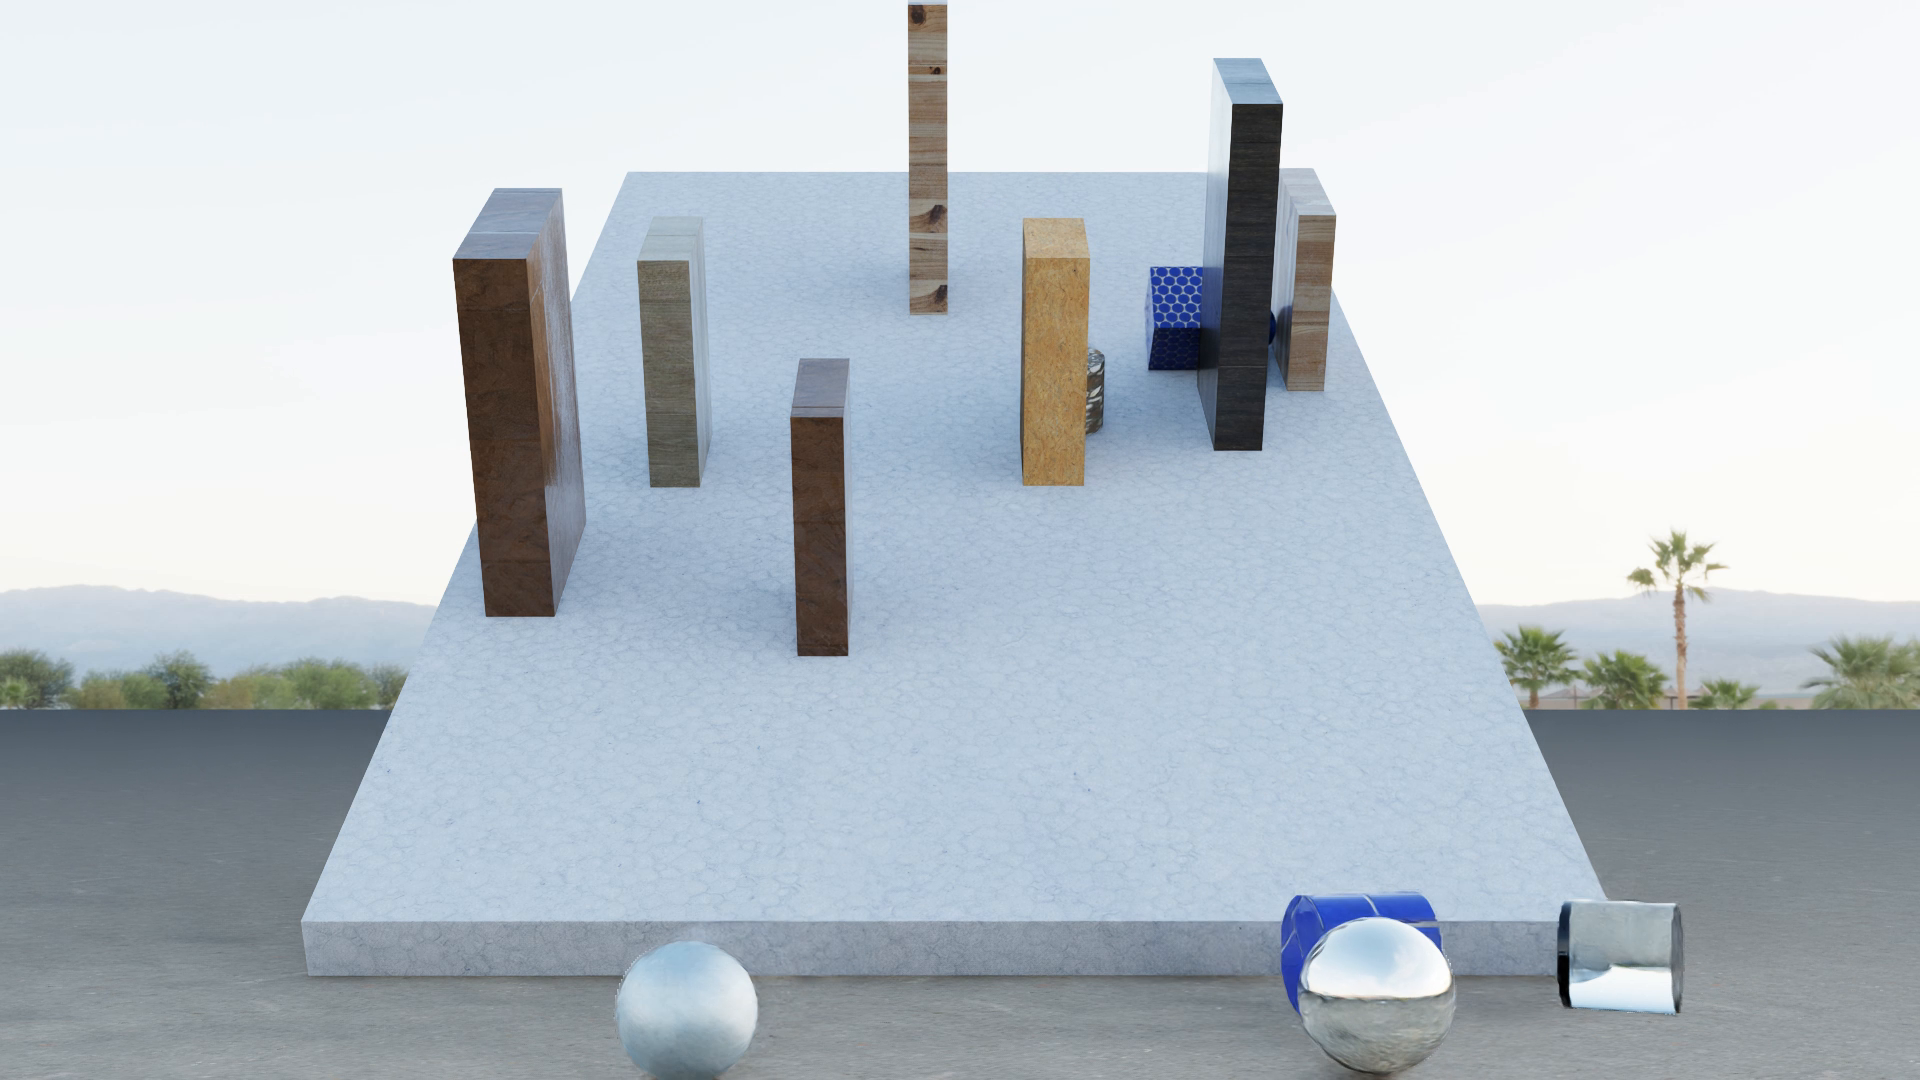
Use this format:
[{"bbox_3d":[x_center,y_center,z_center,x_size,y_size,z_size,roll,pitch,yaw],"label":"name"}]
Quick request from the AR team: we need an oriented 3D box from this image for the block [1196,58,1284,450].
[{"bbox_3d":[0.618,-0.638,5.227,0.107,0.785,0.396,0,25,0],"label":"block"}]

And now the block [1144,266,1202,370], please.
[{"bbox_3d":[0.543,-0.532,5.632,0.178,0.178,0.178,0,-30,-1],"label":"block"}]

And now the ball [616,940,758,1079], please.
[{"bbox_3d":[-0.301,0.521,2.587,0.155,0.155,0.155,0,-4,0],"label":"ball"}]

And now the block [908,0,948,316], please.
[{"bbox_3d":[-0.080,-1.018,6.016,0.097,0.795,0.383,0,25,0],"label":"block"}]

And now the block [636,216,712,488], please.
[{"bbox_3d":[-0.611,-0.407,5.054,0.107,0.510,0.299,0,25,0],"label":"block"}]

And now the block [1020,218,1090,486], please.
[{"bbox_3d":[0.201,-0.406,5.053,0.131,0.513,0.270,0,25,0],"label":"block"}]

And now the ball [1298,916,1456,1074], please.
[{"bbox_3d":[0.471,0.515,2.654,0.176,0.176,0.176,0,-4,0],"label":"ball"}]

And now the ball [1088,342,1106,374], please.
[{"bbox_3d":[0.265,-0.398,5.465,0.146,0.146,0.146,0,-4,0],"label":"ball"}]

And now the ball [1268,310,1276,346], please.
[{"bbox_3d":[0.701,-0.520,5.731,0.143,0.143,0.143,0,-4,0],"label":"ball"}]

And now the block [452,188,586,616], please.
[{"bbox_3d":[-0.839,-0.269,4.520,0.132,0.716,0.434,0,25,0],"label":"block"}]

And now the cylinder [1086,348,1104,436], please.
[{"bbox_3d":[0.246,-0.340,5.324,0.162,0.162,0.162,0,25,0],"label":"cylinder"}]

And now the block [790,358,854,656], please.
[{"bbox_3d":[-0.254,-0.063,4.365,0.094,0.477,0.293,0,25,0],"label":"block"}]

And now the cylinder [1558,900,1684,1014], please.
[{"bbox_3d":[0.898,0.565,3.187,0.147,0.147,0.147,-1,-4,24],"label":"cylinder"}]

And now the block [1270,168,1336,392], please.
[{"bbox_3d":[0.816,-0.628,5.622,0.087,0.432,0.380,0,25,0],"label":"block"}]

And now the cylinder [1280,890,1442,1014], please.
[{"bbox_3d":[0.536,0.555,3.140,0.163,0.163,0.163,0,-4,-14],"label":"cylinder"}]

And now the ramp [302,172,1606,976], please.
[{"bbox_3d":[-0.009,-0.229,5.395,2.000,0.100,4.000,0,25,0],"label":"ramp"}]
